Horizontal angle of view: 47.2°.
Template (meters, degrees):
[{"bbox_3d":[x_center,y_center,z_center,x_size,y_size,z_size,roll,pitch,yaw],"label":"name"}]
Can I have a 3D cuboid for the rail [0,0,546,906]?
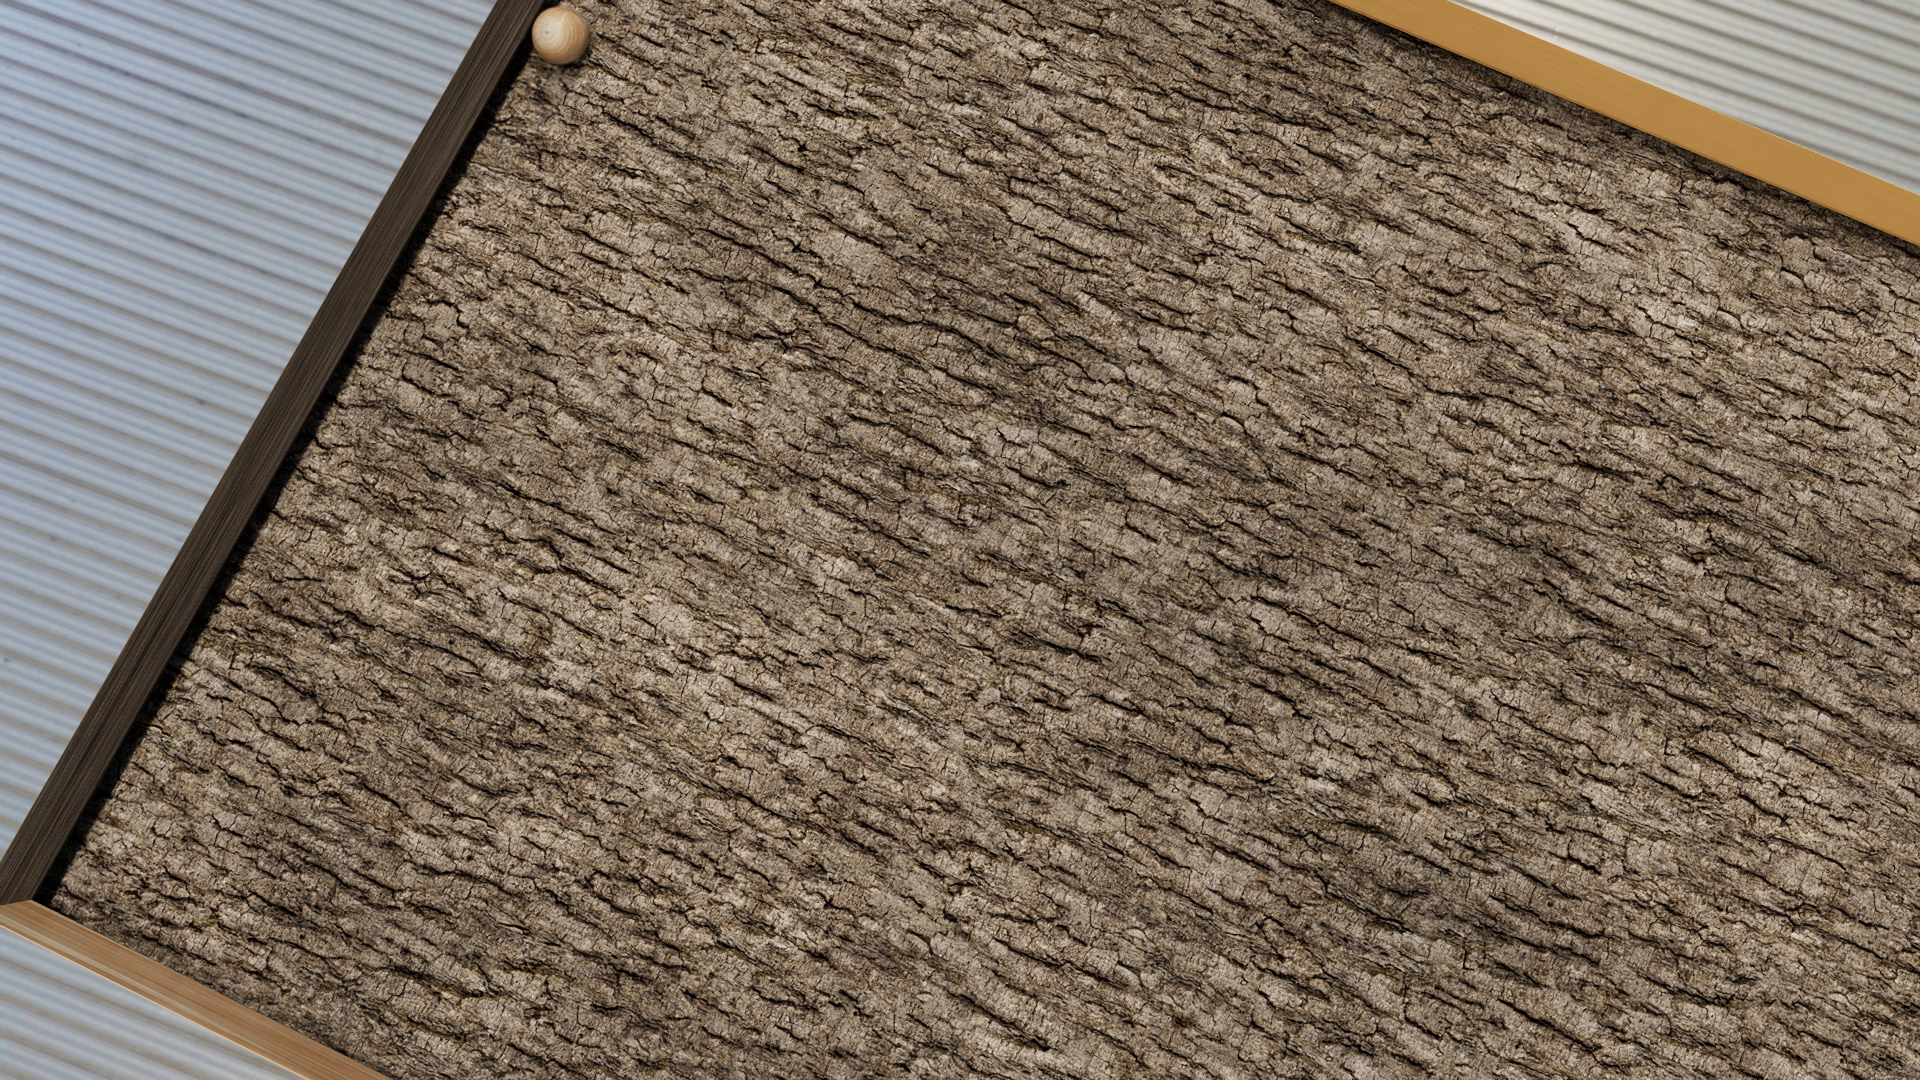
[{"bbox_3d":[-0.911,-0.419,3.426,0.045,0.119,2.217,24,77,6],"label":"rail"}]

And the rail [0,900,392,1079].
[{"bbox_3d":[0.472,1.367,2.958,4.119,0.119,0.045,24,77,6],"label":"rail"}]

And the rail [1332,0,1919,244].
[{"bbox_3d":[1.393,-0.534,3.457,4.119,0.119,0.045,24,77,6],"label":"rail"}]

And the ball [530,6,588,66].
[{"bbox_3d":[-0.645,-0.812,3.545,0.092,0.092,0.092,0,75,0],"label":"ball"}]
